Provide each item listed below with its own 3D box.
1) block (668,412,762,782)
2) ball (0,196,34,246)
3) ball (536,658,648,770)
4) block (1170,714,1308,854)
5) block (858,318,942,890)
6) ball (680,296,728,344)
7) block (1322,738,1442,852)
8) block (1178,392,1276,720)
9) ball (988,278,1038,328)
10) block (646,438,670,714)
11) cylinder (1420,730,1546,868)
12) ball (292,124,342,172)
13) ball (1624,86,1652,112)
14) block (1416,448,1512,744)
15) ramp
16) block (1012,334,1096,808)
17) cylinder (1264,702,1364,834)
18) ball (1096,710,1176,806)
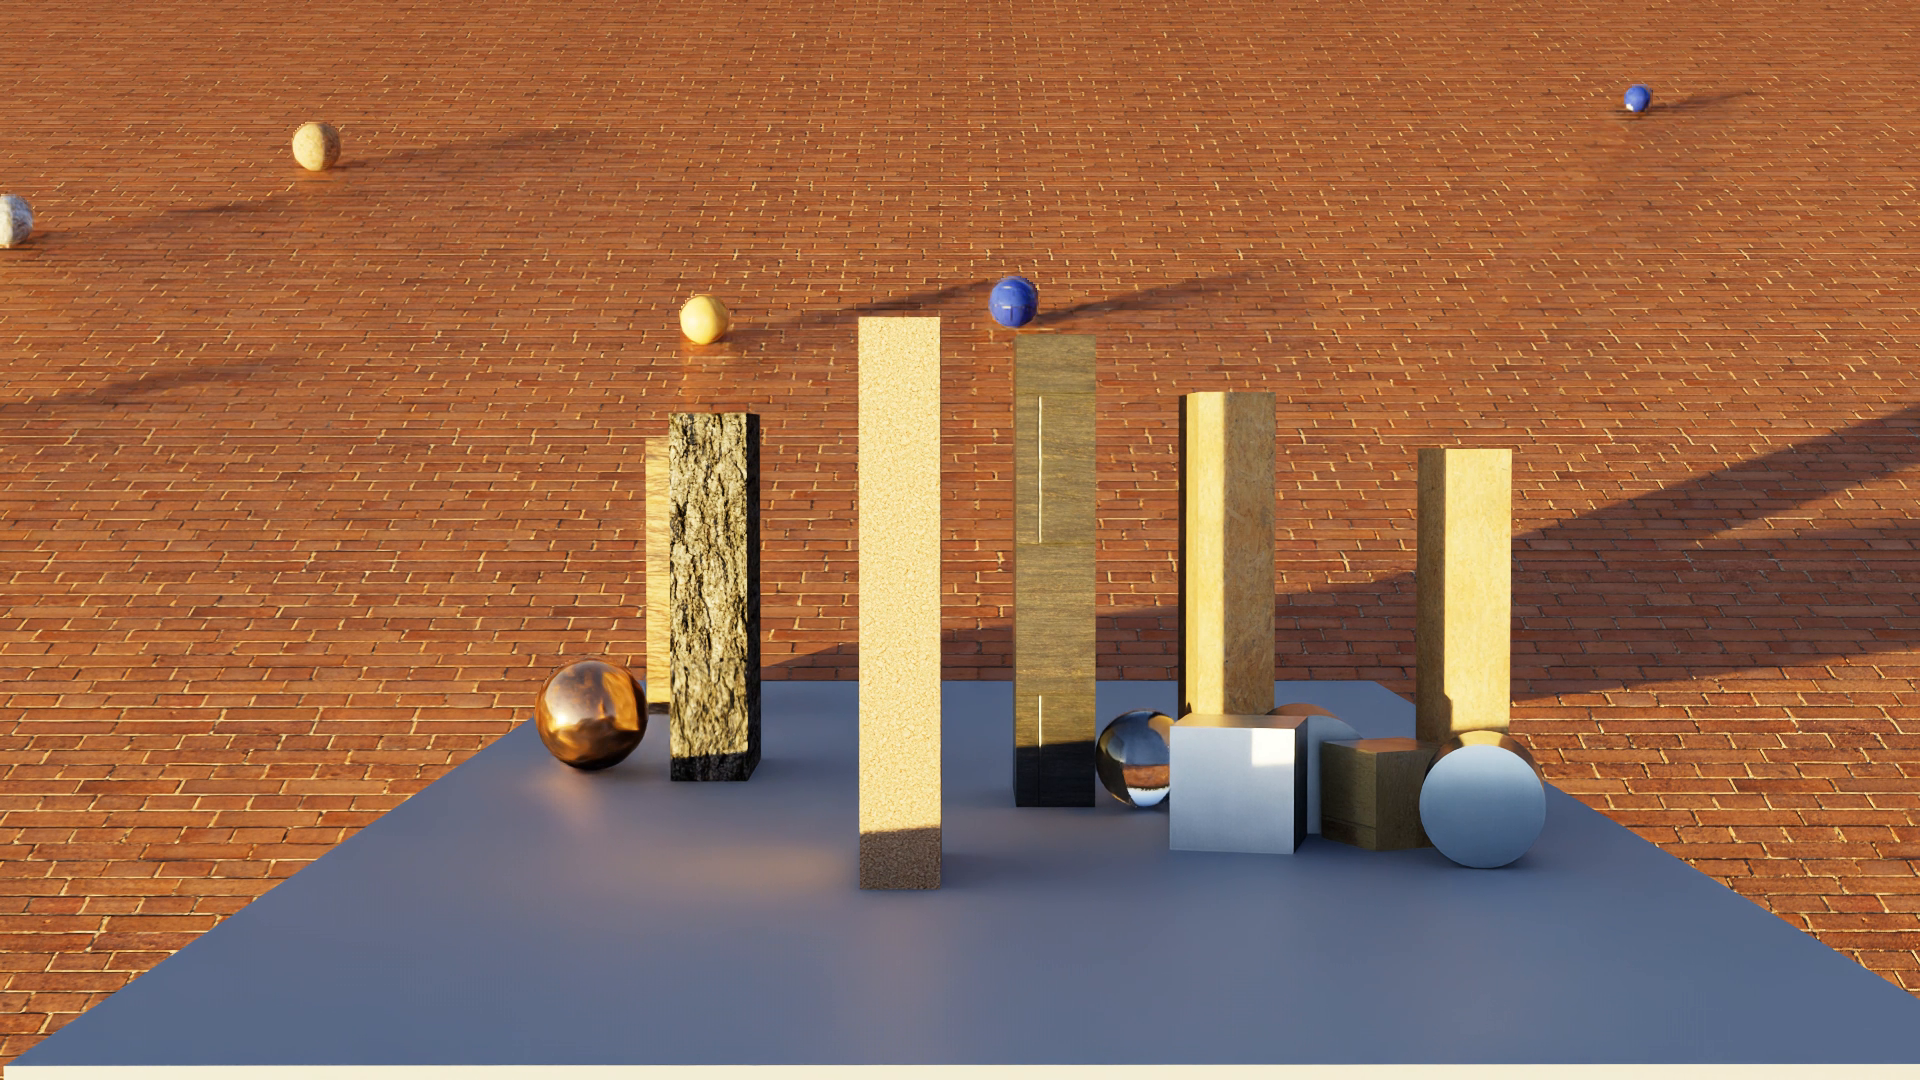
[{"bbox_3d":[-0.452,0.097,4.786,0.139,0.663,0.320,0,2,0],"label":"block"},{"bbox_3d":[-3.808,-1.277,10.297,0.195,0.195,0.195,0,23,0],"label":"ball"},{"bbox_3d":[-0.685,0.325,4.792,0.208,0.208,0.208,0,23,0],"label":"ball"},{"bbox_3d":[0.427,0.369,3.932,0.186,0.186,0.186,1,2,14],"label":"block"},{"bbox_3d":[-0.083,0.082,3.666,0.110,0.782,0.306,0,2,0],"label":"block"},{"bbox_3d":[-0.913,-0.785,9.196,0.170,0.170,0.170,0,23,0],"label":"ball"},{"bbox_3d":[0.658,0.387,3.944,0.149,0.149,0.149,-1,3,-25],"label":"block"},{"bbox_3d":[0.450,0.098,4.382,0.125,0.692,0.375,0,2,0],"label":"block"},{"bbox_3d":[0.194,-0.860,9.357,0.178,0.178,0.178,0,23,0],"label":"ball"},{"bbox_3d":[-0.655,0.075,5.911,0.091,0.618,0.325,0,2,0],"label":"block"},{"bbox_3d":[0.766,0.378,3.774,0.178,0.178,0.178,5,3,12],"label":"cylinder"},{"bbox_3d":[-2.826,-1.725,11.315,0.208,0.208,0.208,0,23,0],"label":"ball"},{"bbox_3d":[3.238,-2.108,12.303,0.124,0.124,0.124,0,23,0],"label":"ball"},{"bbox_3d":[0.806,0.154,4.140,0.091,0.600,0.298,0,2,0],"label":"block"},{"bbox_3d":[0.054,0.488,4.541,2.000,0.100,4.000,0,2,0],"label":"ramp"},{"bbox_3d":[0.160,0.048,4.421,0.132,0.789,0.251,0,2,0],"label":"block"},{"bbox_3d":[0.555,0.362,4.112,0.186,0.186,0.186,0,2,0],"label":"cylinder"},{"bbox_3d":[0.307,0.364,4.297,0.162,0.162,0.162,0,23,0],"label":"ball"}]
